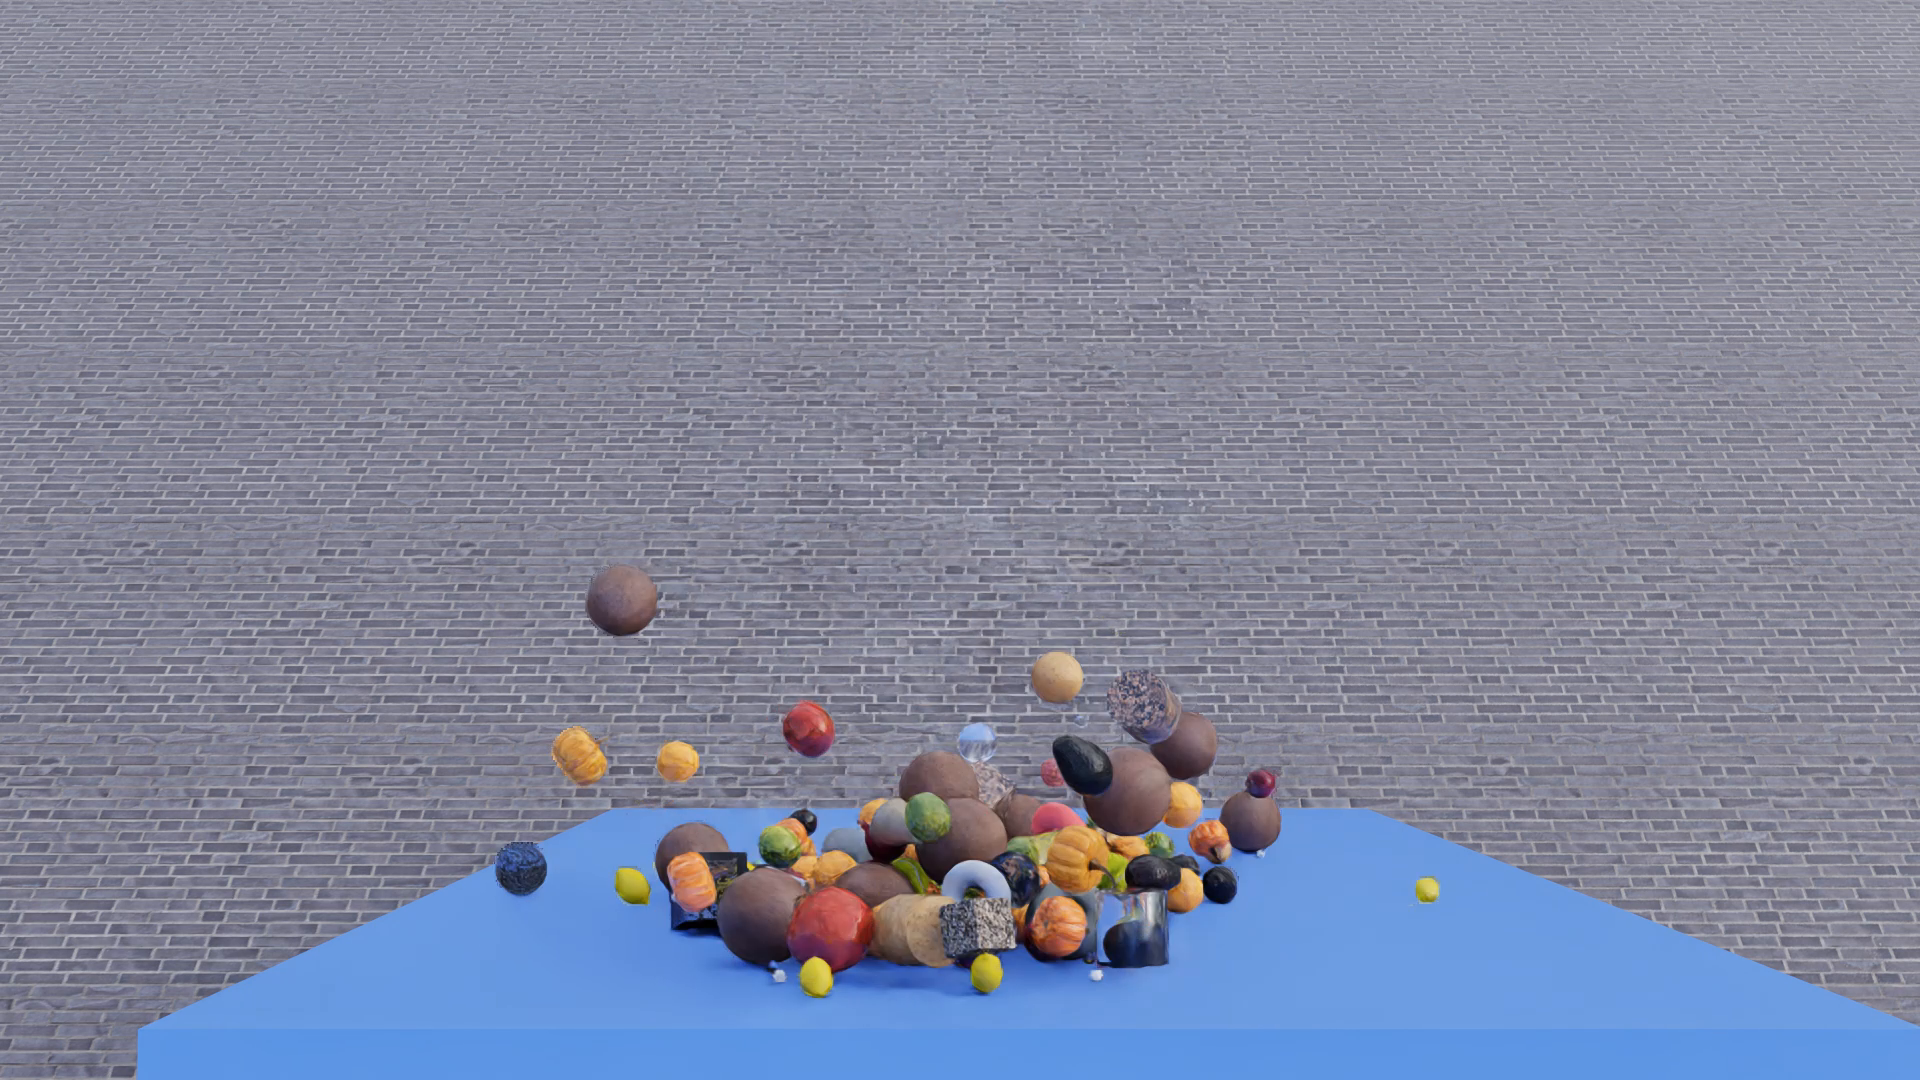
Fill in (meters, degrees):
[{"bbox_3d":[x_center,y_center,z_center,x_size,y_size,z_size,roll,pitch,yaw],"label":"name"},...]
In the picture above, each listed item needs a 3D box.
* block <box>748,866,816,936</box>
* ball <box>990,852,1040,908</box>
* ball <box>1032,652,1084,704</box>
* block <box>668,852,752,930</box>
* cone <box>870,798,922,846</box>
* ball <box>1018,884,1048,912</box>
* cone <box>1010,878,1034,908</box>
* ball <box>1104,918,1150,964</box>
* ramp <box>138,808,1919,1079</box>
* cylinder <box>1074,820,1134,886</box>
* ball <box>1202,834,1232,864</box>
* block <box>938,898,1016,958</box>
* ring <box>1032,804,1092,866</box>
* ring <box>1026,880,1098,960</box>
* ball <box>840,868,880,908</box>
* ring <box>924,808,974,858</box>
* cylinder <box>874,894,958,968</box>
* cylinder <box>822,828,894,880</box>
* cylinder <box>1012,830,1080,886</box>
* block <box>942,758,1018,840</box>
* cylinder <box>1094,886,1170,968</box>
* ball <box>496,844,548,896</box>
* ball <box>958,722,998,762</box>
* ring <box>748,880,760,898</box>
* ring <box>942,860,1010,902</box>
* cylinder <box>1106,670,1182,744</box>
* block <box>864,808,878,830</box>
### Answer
[{"bbox_3d":[-0.262,0.533,3.842,0.065,0.065,0.065,19,65,20],"label":"block"},{"bbox_3d":[0.072,0.463,3.544,0.077,0.077,0.077,0,37,0],"label":"ball"},{"bbox_3d":[0.165,0.233,4.402,0.089,0.089,0.089,0,37,0],"label":"ball"},{"bbox_3d":[-0.378,0.529,3.920,0.098,0.098,0.098,1,73,-20],"label":"block"},{"bbox_3d":[-0.075,0.408,3.618,0.074,0.074,0.074,-26,37,-31],"label":"cone"},{"bbox_3d":[0.118,0.560,4.178,0.080,0.080,0.080,0,37,0],"label":"ball"},{"bbox_3d":[0.109,0.586,4.250,0.053,0.053,0.053,23,39,0],"label":"cone"},{"bbox_3d":[0.225,0.541,3.503,0.062,0.062,0.062,0,37,0],"label":"ball"},{"bbox_3d":[0.080,0.680,4.904,2.000,0.100,4.000,0,-2,0],"label":"ramp"},{"bbox_3d":[0.245,0.556,4.604,0.091,0.091,0.091,-31,29,23],"label":"cylinder"},{"bbox_3d":[0.507,0.611,5.137,0.058,0.058,0.058,0,37,0],"label":"ball"},{"bbox_3d":[0.022,0.487,3.266,0.064,0.064,0.064,8,67,-43],"label":"block"},{"bbox_3d":[0.173,0.502,4.410,0.123,0.123,0.041,30,45,34],"label":"ring"},{"bbox_3d":[0.149,0.516,3.544,0.120,0.040,0.120,-2,53,2],"label":"ring"},{"bbox_3d":[-0.165,0.571,4.265,0.066,0.066,0.066,0,37,0],"label":"ball"},{"bbox_3d":[-0.017,0.540,4.829,0.114,0.114,0.038,-24,38,-29],"label":"ring"},{"bbox_3d":[-0.050,0.499,3.324,0.091,0.091,0.091,-25,6,-29],"label":"cylinder"},{"bbox_3d":[-0.189,0.578,4.779,0.094,0.094,0.094,-3,28,41],"label":"cylinder"},{"bbox_3d":[0.136,0.505,4.119,0.080,0.080,0.080,-9,36,-30],"label":"cylinder"},{"bbox_3d":[0.034,0.448,4.499,0.083,0.083,0.083,34,42,18],"label":"block"},{"bbox_3d":[0.226,0.508,3.415,0.095,0.095,0.095,-2,-3,0],"label":"cylinder"},{"bbox_3d":[-0.758,0.569,4.492,0.089,0.089,0.089,0,37,0],"label":"ball"},{"bbox_3d":[0.035,0.413,5.295,0.081,0.081,0.081,0,37,0],"label":"ball"},{"bbox_3d":[-0.327,0.594,4.415,0.093,0.031,0.093,2,-3,0],"label":"ring"},{"bbox_3d":[0.021,0.476,3.468,0.100,0.100,0.033,15,13,19],"label":"ring"},{"bbox_3d":[0.242,0.219,3.410,0.080,0.080,0.080,-7,70,18],"label":"cylinder"},{"bbox_3d":[-0.162,0.619,5.602,0.057,0.057,0.057,2,47,-38],"label":"block"}]
